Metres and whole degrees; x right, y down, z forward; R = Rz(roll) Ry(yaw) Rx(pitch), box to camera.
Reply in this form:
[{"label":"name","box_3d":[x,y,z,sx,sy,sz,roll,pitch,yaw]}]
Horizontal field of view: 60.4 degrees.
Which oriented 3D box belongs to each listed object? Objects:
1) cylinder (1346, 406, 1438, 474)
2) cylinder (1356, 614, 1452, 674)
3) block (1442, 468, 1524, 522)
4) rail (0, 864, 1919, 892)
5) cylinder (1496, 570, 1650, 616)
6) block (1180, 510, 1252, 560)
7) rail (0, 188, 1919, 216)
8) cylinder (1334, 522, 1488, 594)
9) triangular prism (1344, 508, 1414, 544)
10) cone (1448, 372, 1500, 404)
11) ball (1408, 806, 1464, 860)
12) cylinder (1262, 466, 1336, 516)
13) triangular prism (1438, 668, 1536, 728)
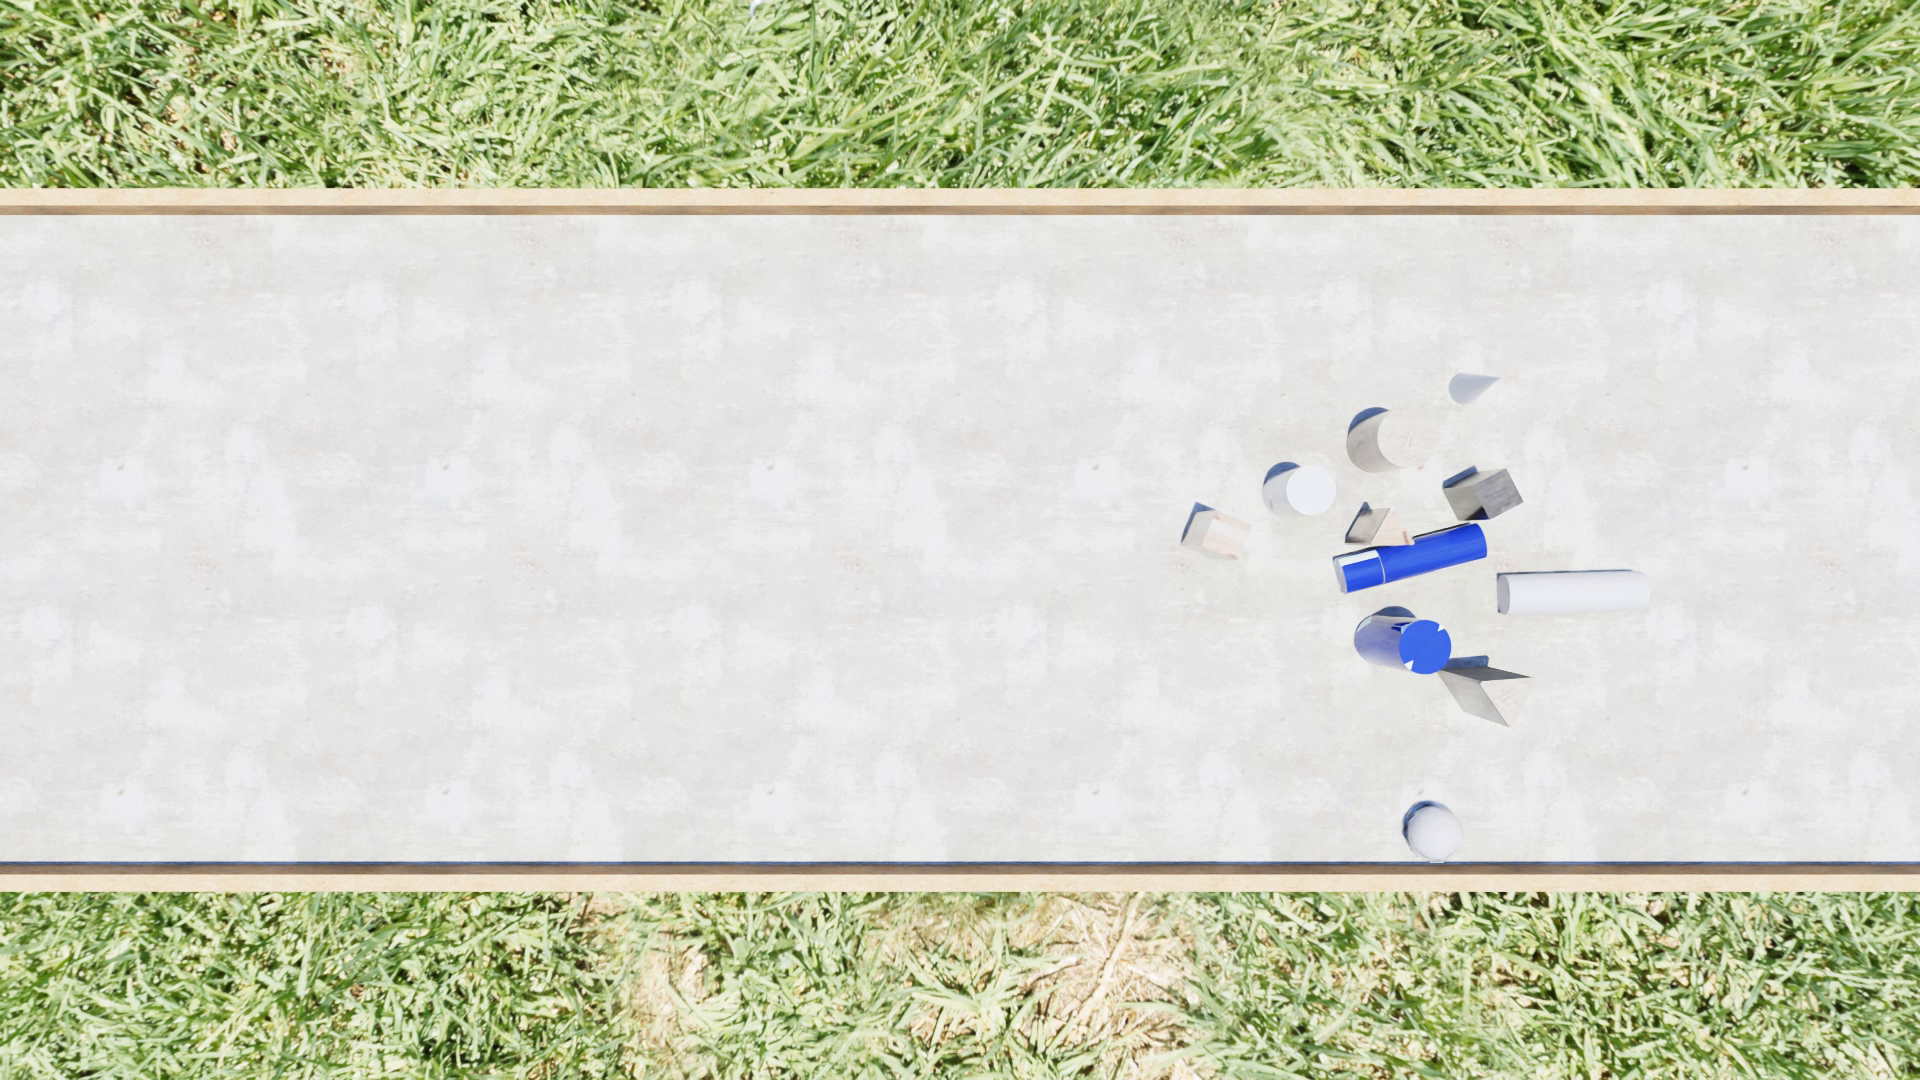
[{"label":"cylinder","box_3d":[1.275,-0.293,4.885,0.174,0.383,0.174,0,90,0]},{"label":"cylinder","box_3d":[1.312,0.307,4.897,0.158,0.342,0.158,0,90,-7]},{"label":"block","box_3d":[1.557,-0.133,4.925,0.112,0.303,0.112,-27,90,0]},{"label":"rail","box_3d":[-2.247,1.025,5.001,12.000,0.150,0.050,0,90,0]},{"label":"cylinder","box_3d":[1.862,0.161,5.015,0.418,0.124,0.124,-2,90,0]},{"label":"block","box_3d":[0.749,-0.013,4.850,0.109,0.453,0.109,23,90,0]},{"label":"rail","box_3d":[-2.247,-1.025,5.002,12.000,0.150,0.050,0,90,0]},{"label":"cylinder","box_3d":[1.370,0.057,5.020,0.438,0.114,0.114,-14,90,0]},{"label":"triangular prism","box_3d":[1.244,-0.041,4.910,0.123,0.332,0.107,0,90,0]},{"label":"cone","box_3d":[1.554,-0.467,4.908,0.102,0.337,0.102,0,90,0]},{"label":"ball","box_3d":[1.440,0.887,4.995,0.164,0.164,0.164,0,90,0]},{"label":"cylinder","box_3d":[1.000,-0.142,4.886,0.142,0.381,0.142,0,90,0]},{"label":"triangular prism","box_3d":[1.567,0.429,4.863,0.134,0.428,0.154,-34,90,0]}]
